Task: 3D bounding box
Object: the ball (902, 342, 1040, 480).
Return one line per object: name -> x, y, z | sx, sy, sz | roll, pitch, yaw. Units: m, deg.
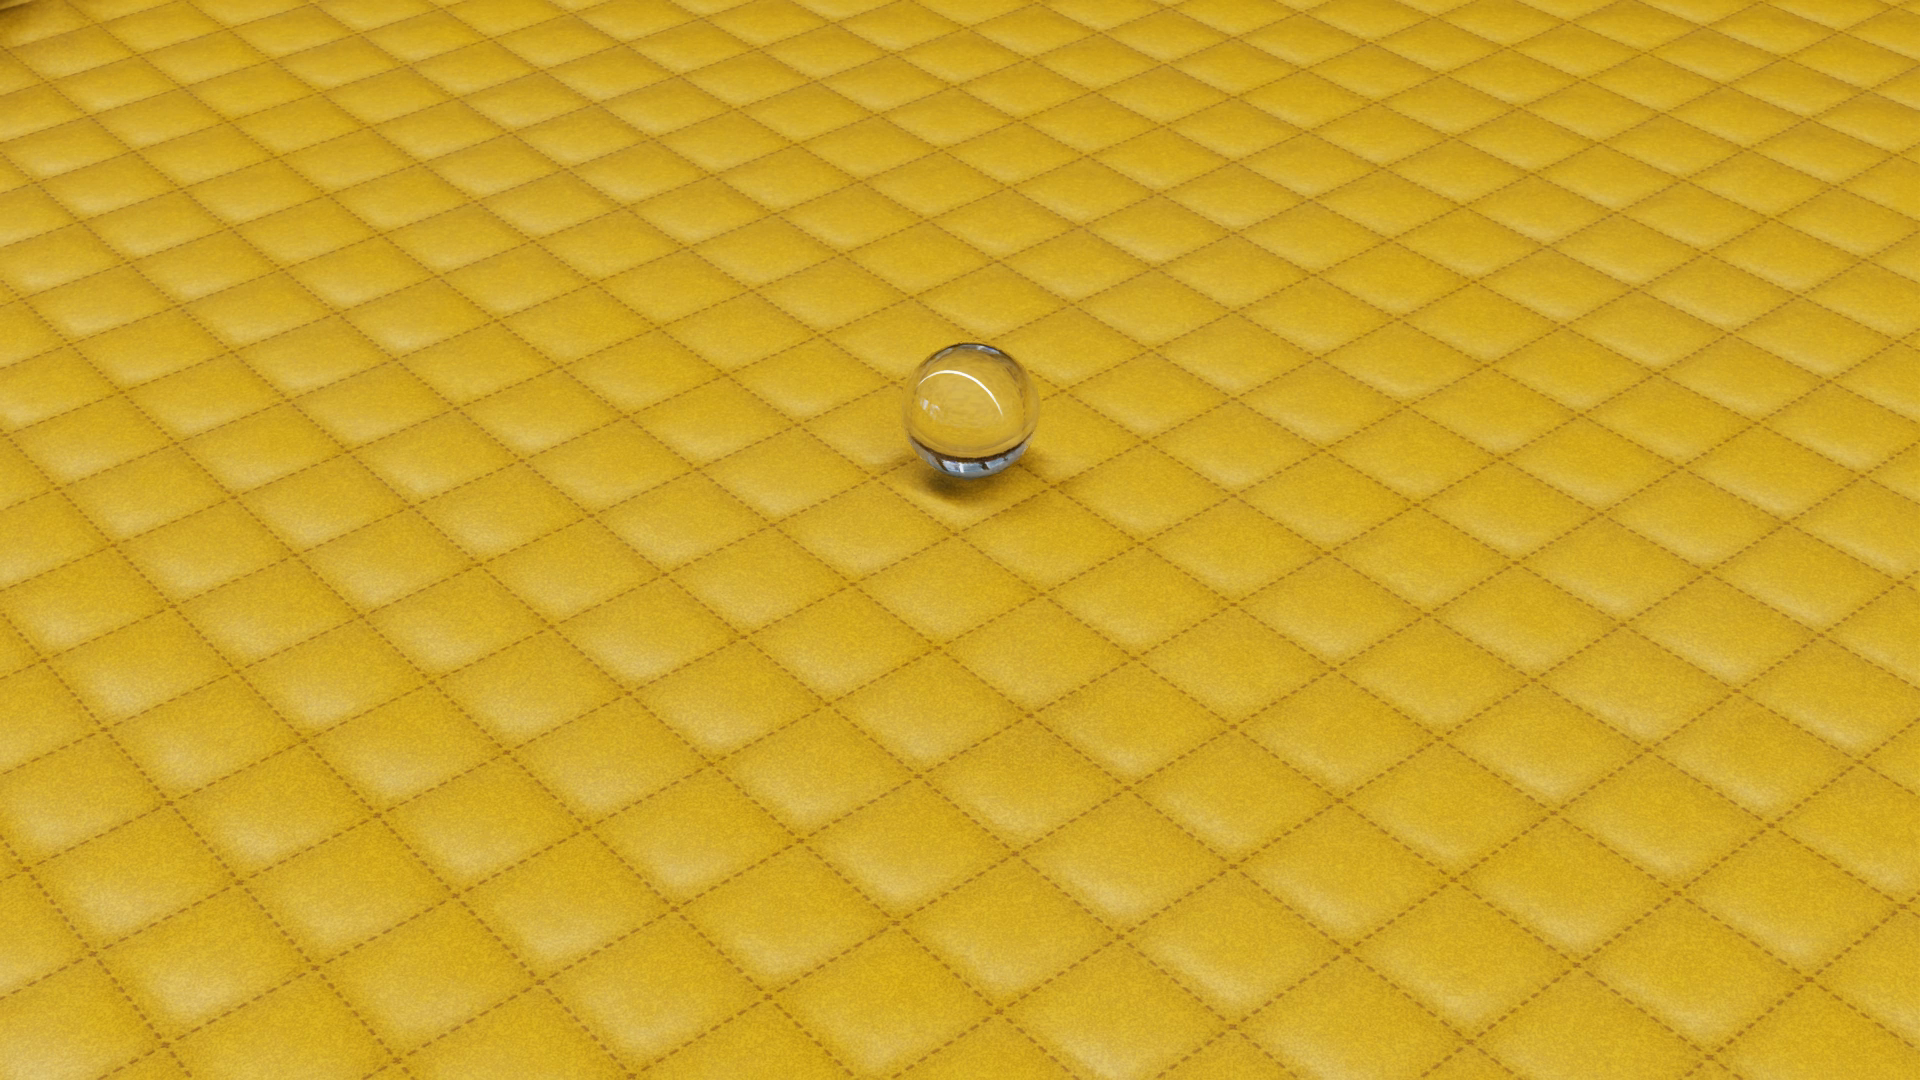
ball -> 0.007, -0.090, 1.773 | 0.095, 0.095, 0.095 | 0, 36, 0
